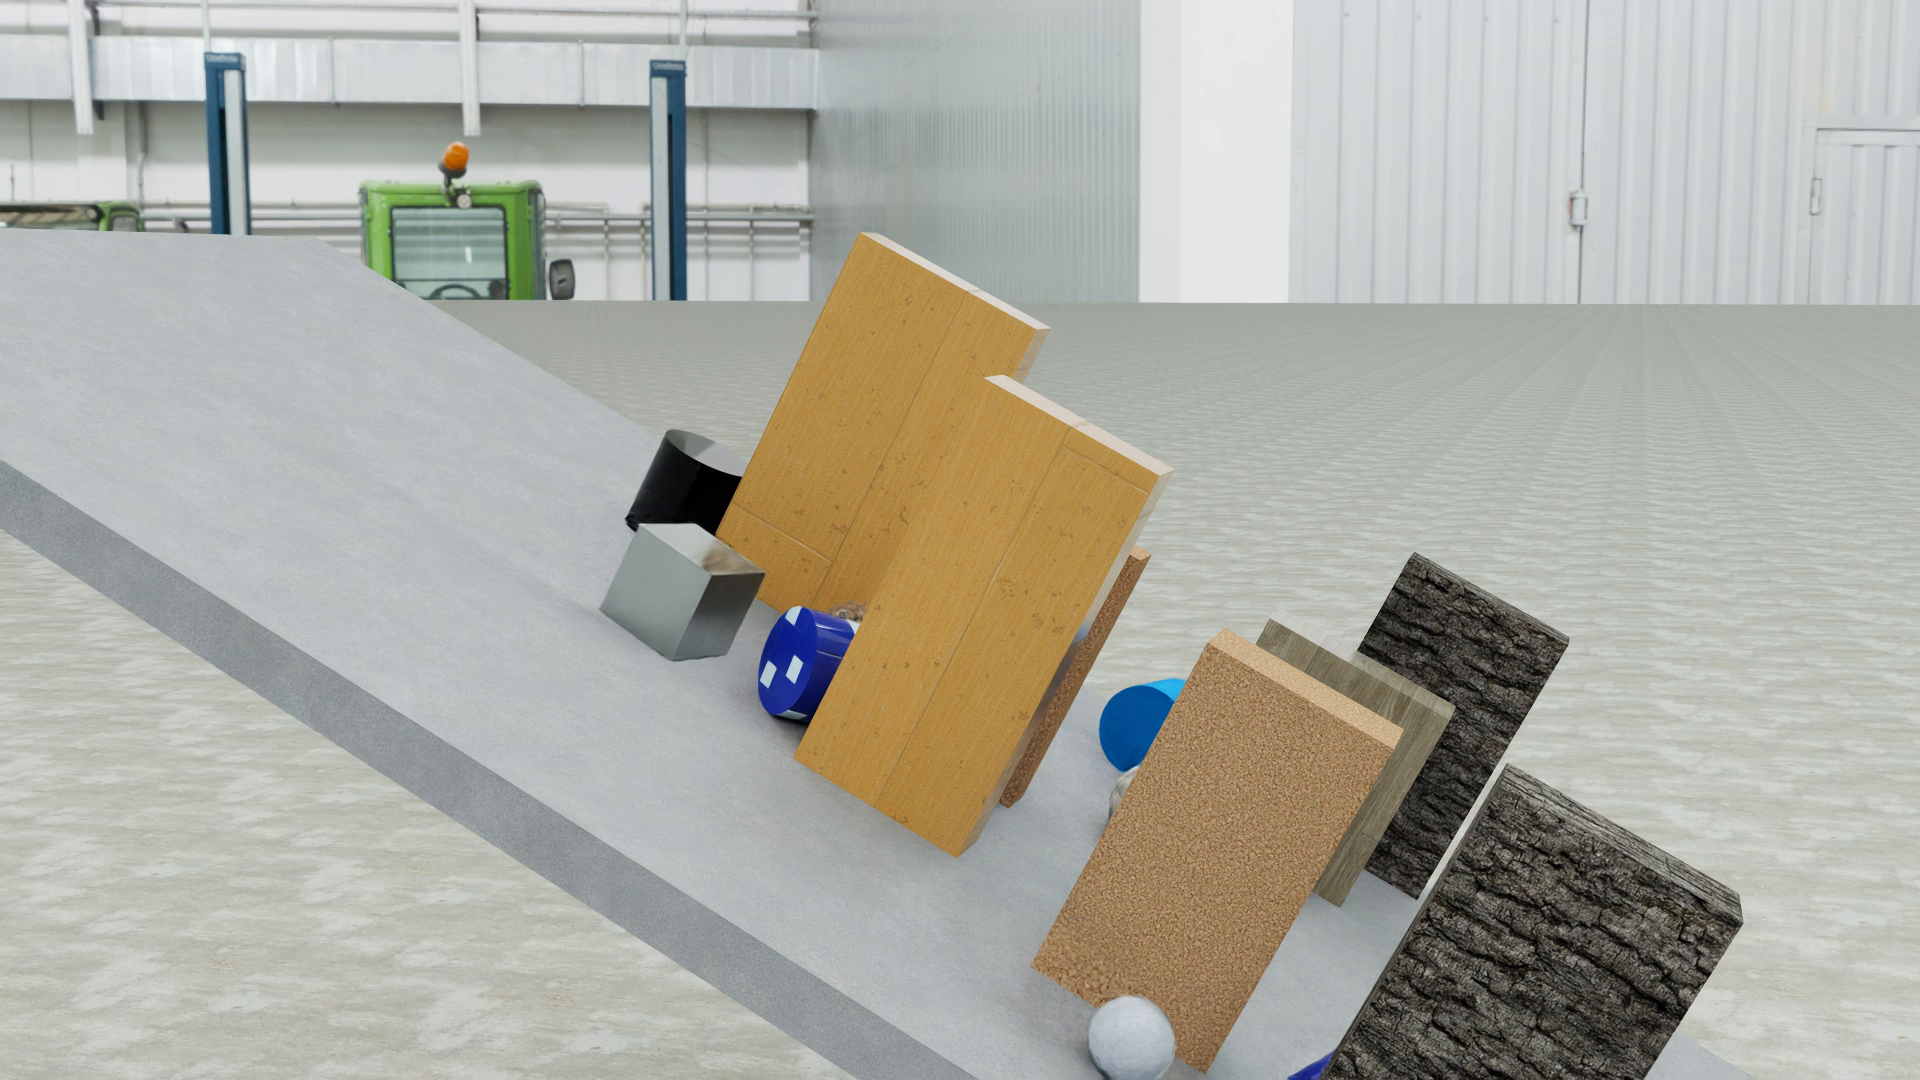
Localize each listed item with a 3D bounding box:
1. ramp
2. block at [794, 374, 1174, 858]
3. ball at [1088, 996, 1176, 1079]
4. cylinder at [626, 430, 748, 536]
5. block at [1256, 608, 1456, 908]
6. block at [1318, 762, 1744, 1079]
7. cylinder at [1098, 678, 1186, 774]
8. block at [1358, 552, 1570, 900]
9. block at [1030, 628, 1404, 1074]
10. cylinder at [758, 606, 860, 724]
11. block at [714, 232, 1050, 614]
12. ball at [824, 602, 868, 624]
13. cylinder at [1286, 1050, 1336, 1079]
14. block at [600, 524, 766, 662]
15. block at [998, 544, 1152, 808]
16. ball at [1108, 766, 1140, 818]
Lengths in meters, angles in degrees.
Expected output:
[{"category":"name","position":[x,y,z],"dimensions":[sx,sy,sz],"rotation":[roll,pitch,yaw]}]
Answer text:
[{"category":"ramp","position":[-0.227,0.378,4.150],"dimensions":[4.000,0.100,2.000],"rotation":[30,14,12]},{"category":"block","position":[0.035,0.130,3.755],"dimensions":[0.336,0.749,0.121],"rotation":[30,14,12]},{"category":"ball","position":[0.254,0.739,3.256],"dimensions":[0.129,0.129,0.129],"rotation":[0,7,0]},{"category":"cylinder","position":[-0.564,-0.093,4.596],"dimensions":[0.204,0.204,0.204],"rotation":[25,14,-7]},{"category":"block","position":[0.717,0.443,4.505],"dimensions":[0.406,0.451,0.145],"rotation":[30,14,12]},{"category":"block","position":[0.765,0.712,3.128],"dimensions":[0.361,0.687,0.148],"rotation":[30,14,12]},{"category":"cylinder","position":[0.422,0.398,4.657],"dimensions":[0.195,0.195,0.195],"rotation":[3,3,26]},{"category":"block","position":[0.983,0.400,4.745],"dimensions":[0.372,0.643,0.108],"rotation":[30,14,12]},{"category":"block","position":[0.401,0.486,3.454],"dimensions":[0.319,0.602,0.149],"rotation":[30,14,12]},{"category":"cylinder","position":[-0.230,0.243,4.008],"dimensions":[0.201,0.201,0.201],"rotation":[18,-4,-32]},{"category":"block","position":[-0.178,-0.186,4.469],"dimensions":[0.412,0.766,0.109],"rotation":[30,14,12]},{"category":"ball","position":[-0.215,0.197,4.300],"dimensions":[0.152,0.152,0.152],"rotation":[0,7,0]},{"category":"cylinder","position":[0.573,0.854,3.379],"dimensions":[0.114,0.114,0.114],"rotation":[-35,-3,16]},{"category":"block","position":[-0.511,0.095,4.062],"dimensions":[0.182,0.182,0.182],"rotation":[33,15,23]},{"category":"block","position":[0.062,0.170,4.109],"dimensions":[0.379,0.535,0.099],"rotation":[30,14,12]},{"category":"ball","position":[0.367,0.511,4.204],"dimensions":[0.167,0.167,0.167],"rotation":[0,7,0]}]
